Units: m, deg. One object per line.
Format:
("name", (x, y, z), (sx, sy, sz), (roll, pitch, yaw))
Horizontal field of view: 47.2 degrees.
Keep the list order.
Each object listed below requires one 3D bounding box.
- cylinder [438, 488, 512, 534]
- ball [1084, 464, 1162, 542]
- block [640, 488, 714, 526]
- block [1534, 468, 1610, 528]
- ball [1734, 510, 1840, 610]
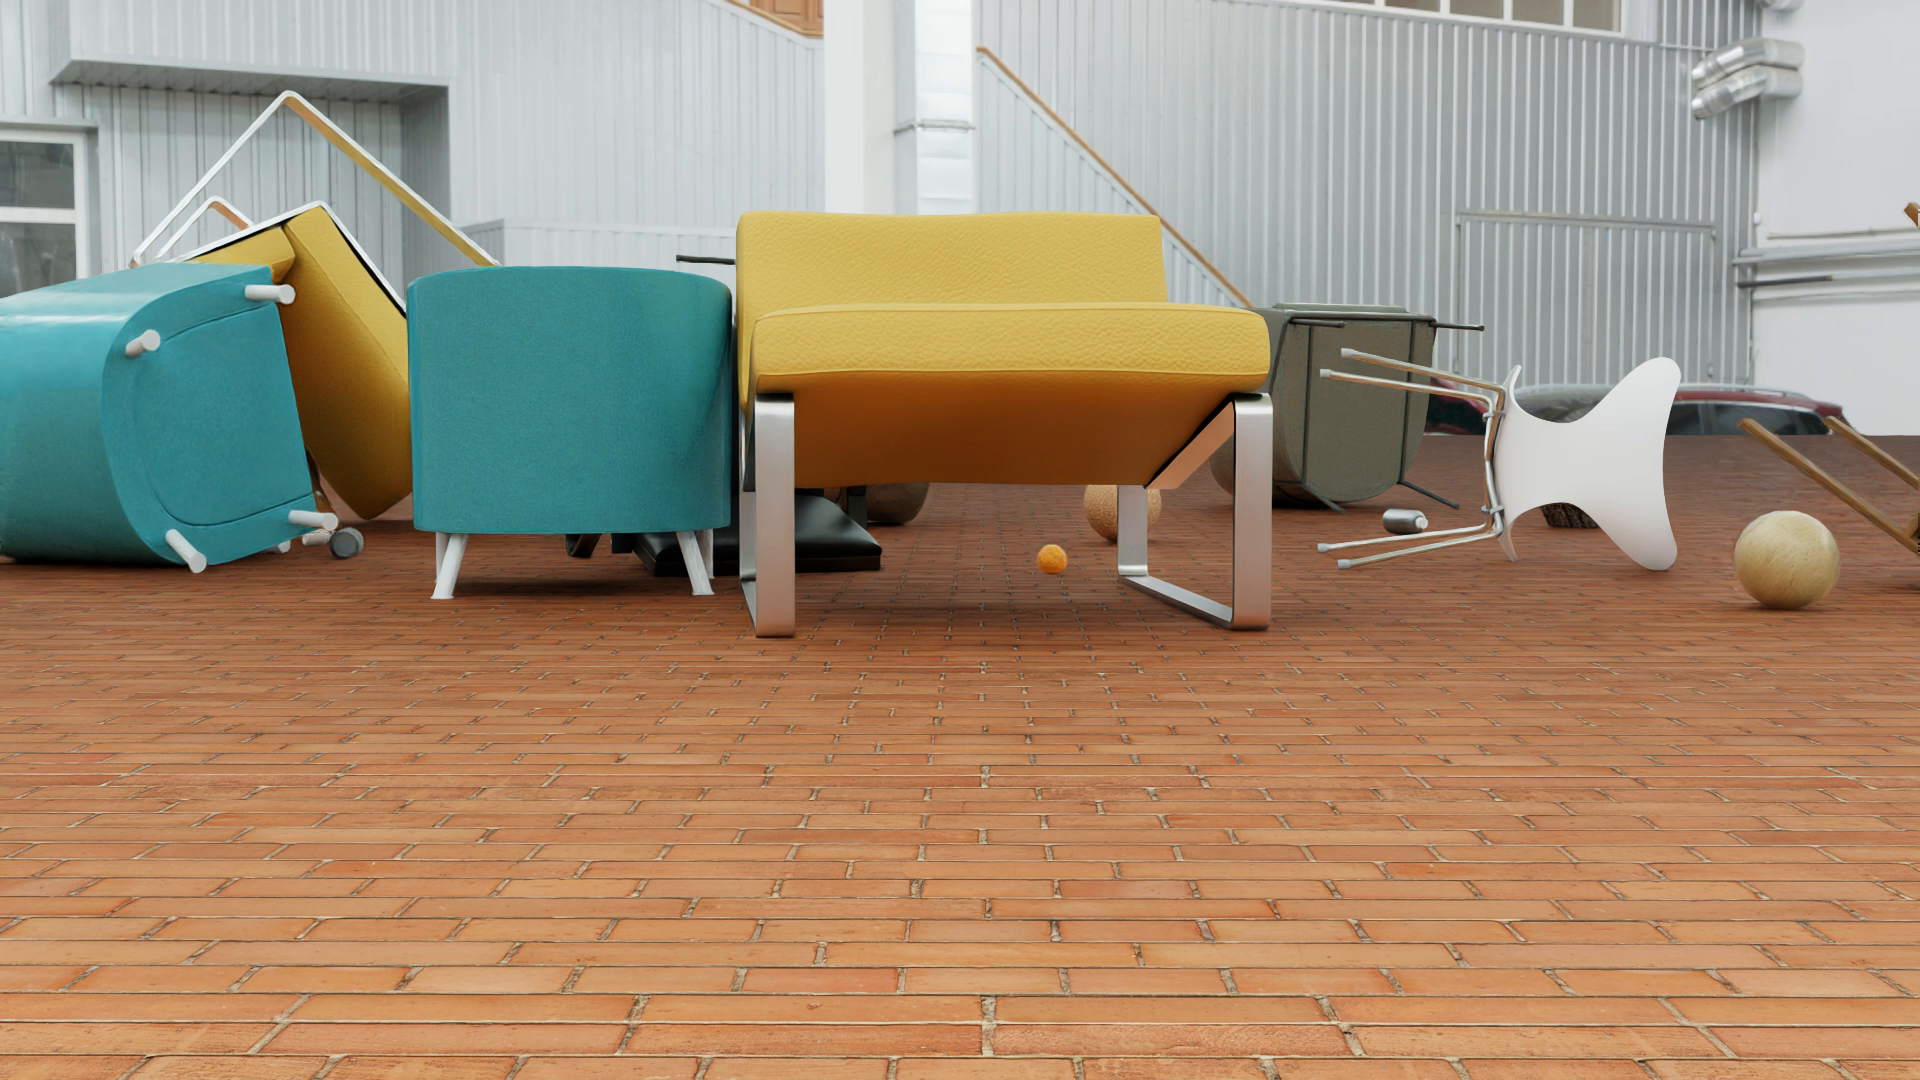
("cylinder", (-1.490, -0.089, 6.767), (0.188, 0.116, 0.179), (0, -38, 2))
("ball", (0.476, -0.107, 6.438), (0.228, 0.228, 0.228), (0, 4, 0))
("block", (-0.942, -0.113, 7.332), (0.211, 0.118, 0.121), (2, 5, 31))
("block", (1.977, -0.134, 7.107), (0.174, 0.110, 0.163), (4, -38, 42))
("ball", (1.686, 0.040, 4.489), (0.202, 0.202, 0.202), (0, 4, 0))
